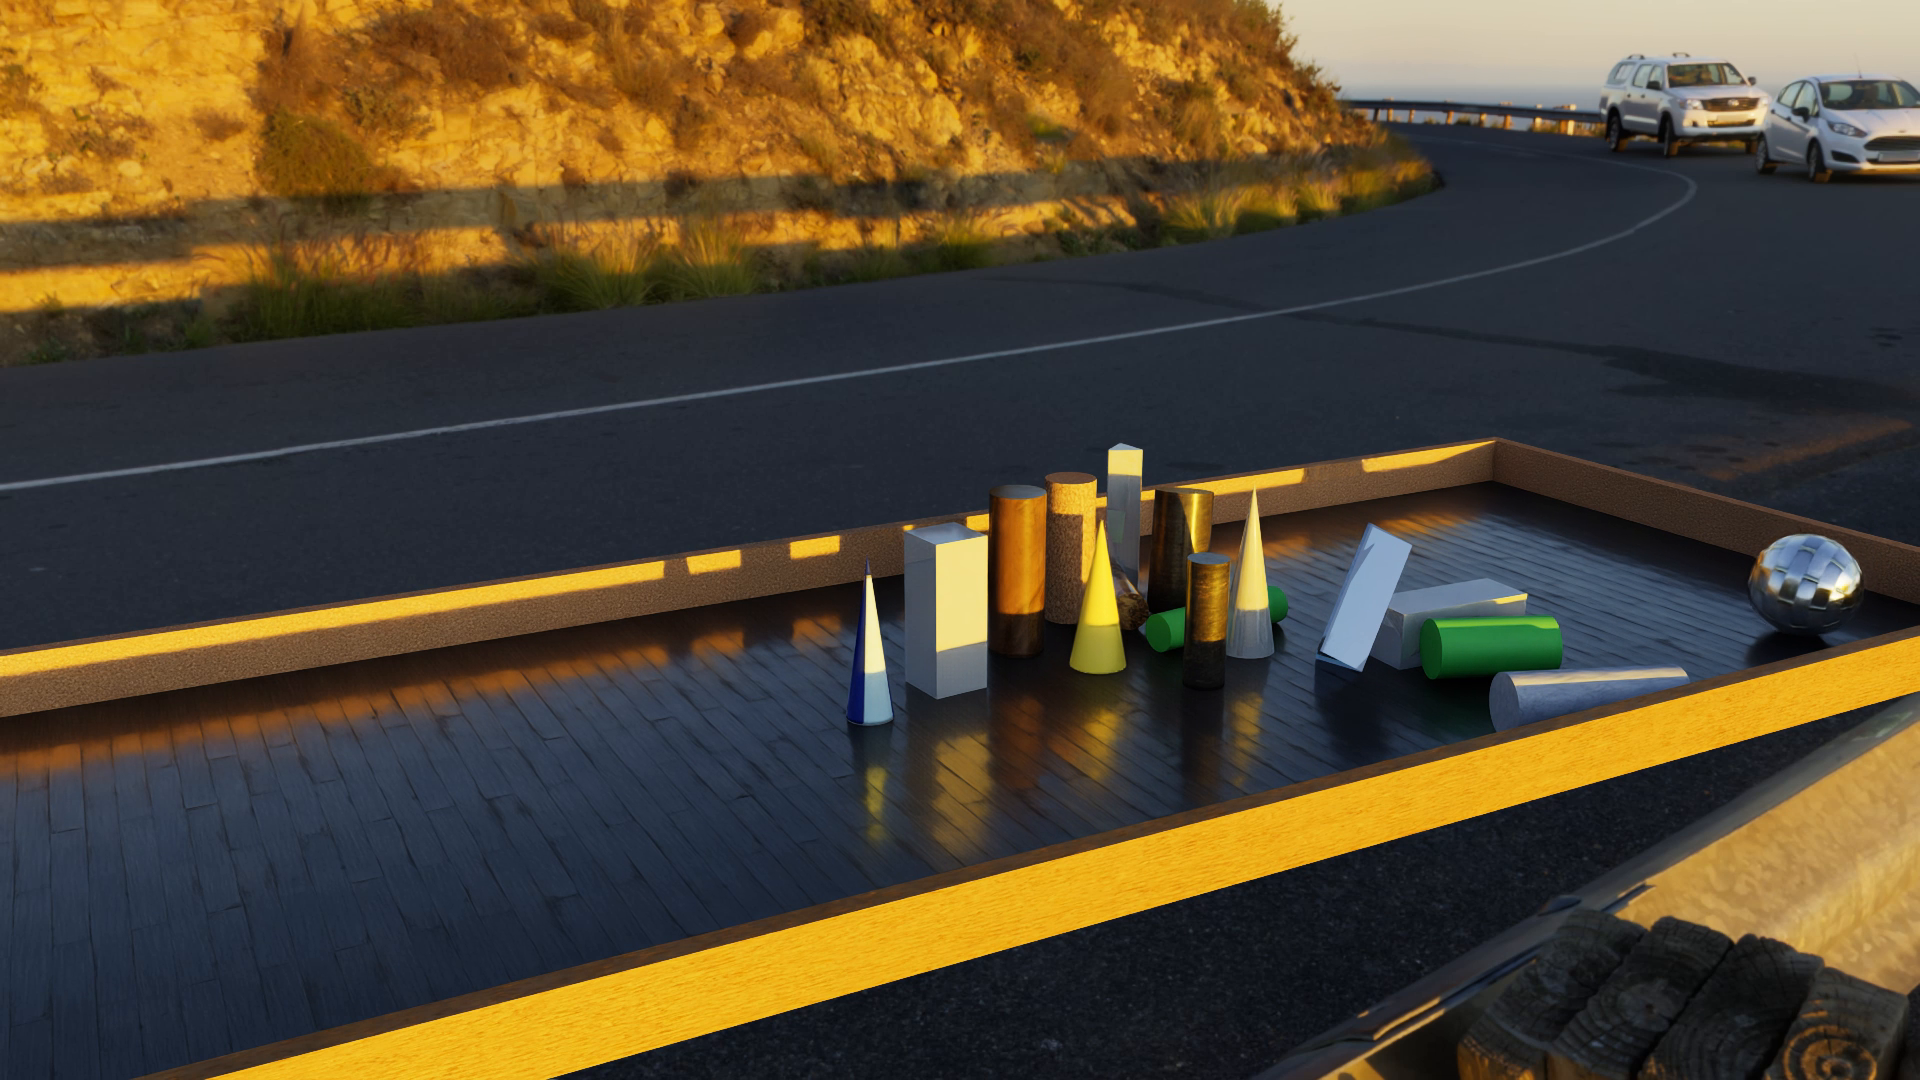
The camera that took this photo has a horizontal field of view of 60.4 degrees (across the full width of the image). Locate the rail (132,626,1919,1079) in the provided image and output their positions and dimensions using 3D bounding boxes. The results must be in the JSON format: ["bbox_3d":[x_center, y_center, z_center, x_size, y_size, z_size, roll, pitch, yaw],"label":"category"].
[{"bbox_3d":[-2.336,1.006,1.665,12.000,0.150,0.050,-9,18,-27],"label":"rail"}]

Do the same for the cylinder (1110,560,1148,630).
[{"bbox_3d":[0.446,0.152,4.652,0.104,0.104,0.315,-2,17,-7],"label":"cylinder"}]

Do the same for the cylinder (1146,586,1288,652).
[{"bbox_3d":[0.697,0.211,4.456,0.427,0.103,0.103,-11,20,-33],"label":"cylinder"}]

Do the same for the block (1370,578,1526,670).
[{"bbox_3d":[1.278,0.218,4.348,0.406,0.149,0.149,-7,18,-24],"label":"block"}]

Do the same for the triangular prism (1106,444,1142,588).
[{"bbox_3d":[0.472,-0.068,4.838,0.100,0.422,0.086,-1,16,-3],"label":"triangular prism"}]

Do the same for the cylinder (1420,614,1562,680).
[{"bbox_3d":[1.338,0.270,4.164,0.309,0.153,0.153,-2,16,-5],"label":"cylinder"}]

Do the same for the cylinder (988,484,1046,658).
[{"bbox_3d":[0.149,0.081,4.317,0.149,0.429,0.149,0,16,0],"label":"cylinder"}]

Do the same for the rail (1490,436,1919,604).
[{"bbox_3d":[2.466,-0.048,5.253,0.050,0.150,2.100,-9,18,-27],"label":"rail"}]

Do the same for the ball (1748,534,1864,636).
[{"bbox_3d":[2.282,0.121,4.454,0.277,0.277,0.277,0,16,0],"label":"ball"}]

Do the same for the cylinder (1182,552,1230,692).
[{"bbox_3d":[0.610,0.202,4.086,0.105,0.328,0.105,0,16,0],"label":"cylinder"}]

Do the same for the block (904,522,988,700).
[{"bbox_3d":[-0.035,0.172,4.072,0.147,0.393,0.147,-10,19,-32],"label":"block"}]

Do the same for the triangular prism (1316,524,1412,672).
[{"bbox_3d":[1.018,0.147,4.266,0.138,0.355,0.120,26,-8,-16],"label":"triangular prism"}]

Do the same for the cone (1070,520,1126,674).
[{"bbox_3d":[0.357,0.130,4.208,0.148,0.396,0.148,0,16,0],"label":"cone"}]

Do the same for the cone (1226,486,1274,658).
[{"bbox_3d":[0.758,0.070,4.309,0.149,0.455,0.149,0,16,0],"label":"cone"}]

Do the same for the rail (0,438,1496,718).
[{"bbox_3d":[-3.305,0.497,3.399,12.000,0.150,0.050,-9,18,-27],"label":"rail"}]

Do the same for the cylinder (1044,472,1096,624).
[{"bbox_3d":[0.303,0.022,4.574,0.141,0.399,0.141,0,16,0],"label":"cylinder"}]

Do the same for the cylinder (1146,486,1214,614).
[{"bbox_3d":[0.615,0.031,4.605,0.164,0.341,0.164,3,8,0],"label":"cylinder"}]

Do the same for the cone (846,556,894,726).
[{"bbox_3d":[-0.214,0.225,3.870,0.115,0.405,0.115,0,16,0],"label":"cone"}]

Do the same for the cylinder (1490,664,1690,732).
[{"bbox_3d":[1.454,0.373,3.806,0.416,0.157,0.157,-2,16,-7],"label":"cylinder"}]
